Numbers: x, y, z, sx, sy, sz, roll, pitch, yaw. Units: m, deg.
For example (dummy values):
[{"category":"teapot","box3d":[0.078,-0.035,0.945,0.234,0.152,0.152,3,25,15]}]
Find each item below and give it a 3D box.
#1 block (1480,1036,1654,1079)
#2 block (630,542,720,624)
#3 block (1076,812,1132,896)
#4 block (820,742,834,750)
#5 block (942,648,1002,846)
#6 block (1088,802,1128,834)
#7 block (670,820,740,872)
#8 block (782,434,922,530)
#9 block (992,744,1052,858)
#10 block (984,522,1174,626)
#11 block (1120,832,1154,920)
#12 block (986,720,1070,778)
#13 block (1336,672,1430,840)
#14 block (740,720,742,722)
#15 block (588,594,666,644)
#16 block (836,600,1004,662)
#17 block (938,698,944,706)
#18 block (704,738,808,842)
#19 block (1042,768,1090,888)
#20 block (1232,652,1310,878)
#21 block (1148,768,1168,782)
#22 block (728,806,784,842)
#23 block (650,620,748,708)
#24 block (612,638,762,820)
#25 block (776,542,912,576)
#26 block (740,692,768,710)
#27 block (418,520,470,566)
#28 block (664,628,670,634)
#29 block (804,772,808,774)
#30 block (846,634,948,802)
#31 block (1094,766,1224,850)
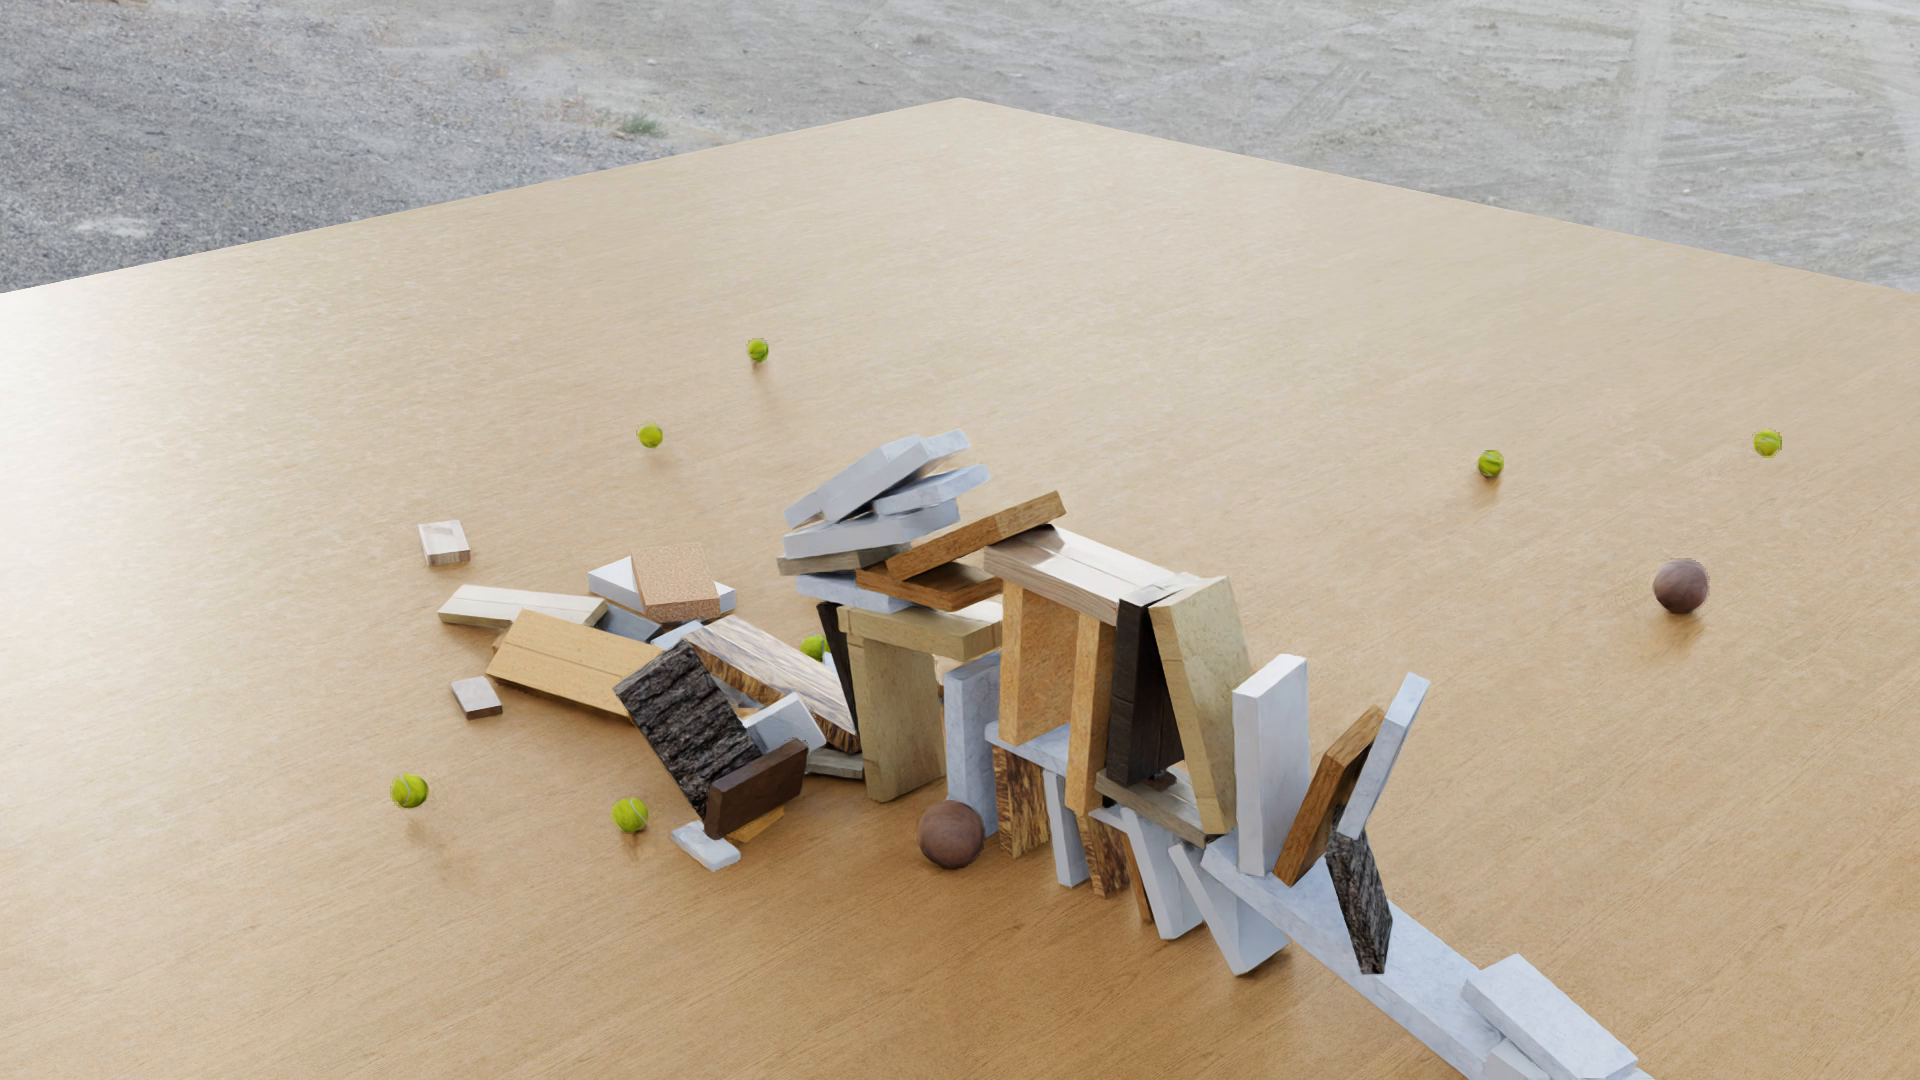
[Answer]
[{"category":"block","box3d":[1.027,0.895,3.484,0.355,0.050,0.177,34,38,32]},{"category":"block","box3d":[-0.692,0.102,5.333,0.173,0.049,0.347,-6,24,-13]},{"category":"block","box3d":[0.275,0.580,4.179,0.085,0.171,0.024,-22,11,-41]},{"category":"block","box3d":[-0.318,0.420,4.696,0.065,0.018,0.130,-22,49,-38]},{"category":"block","box3d":[0.055,0.407,4.343,0.178,0.356,0.050,-21,28,-41]},{"category":"block","box3d":[0.290,0.499,4.122,0.171,0.024,0.085,21,31,40]},{"category":"block","box3d":[-0.498,0.599,4.306,0.068,0.019,0.136,-20,36,-38]},{"category":"block","box3d":[-0.215,-0.118,4.491,0.292,0.041,0.146,-32,-6,33]},{"category":"block","box3d":[0.125,0.493,4.300,0.116,0.232,0.033,-21,25,-41]},{"category":"block","box3d":[0.223,0.061,4.006,0.169,0.048,0.338,-21,32,-40]},{"category":"block","box3d":[0.355,0.611,4.104,0.085,0.171,0.024,-22,11,-41]},{"category":"block","box3d":[0.172,0.387,4.206,0.232,0.033,0.116,21,31,40]},{"category":"block","box3d":[0.677,0.347,3.524,0.037,0.259,0.130,25,40,14]},{"category":"block","box3d":[-0.503,0.407,4.607,0.250,0.125,0.035,3,66,31]},{"category":"block","box3d":[-0.816,0.220,5.088,0.278,0.039,0.139,19,54,42]},{"category":"block","box3d":[-0.057,0.160,4.359,0.356,0.050,0.178,11,24,44]},{"category":"block","box3d":[-0.079,0.334,4.947,0.072,0.021,0.145,-21,31,-40]},{"category":"block","box3d":[-0.404,0.495,4.368,0.035,0.122,0.244,30,35,29]},{"category":"block","box3d":[0.225,0.532,4.206,0.116,0.232,0.033,-21,19,-41]},{"category":"block","box3d":[0.541,0.389,3.800,0.049,0.345,0.172,11,27,35]},{"category":"block","box3d":[0.327,0.412,4.011,0.094,0.013,0.047,12,27,16]},{"category":"block","box3d":[-0.417,0.562,4.412,0.065,0.018,0.131,13,26,29]},{"category":"block","box3d":[-0.550,0.287,4.944,0.278,0.039,0.139,32,36,27]},{"category":"block","box3d":[-0.526,0.382,4.371,0.170,0.340,0.048,-35,25,-12]},{"category":"block","box3d":[-0.239,0.028,4.507,0.138,0.039,0.276,-20,9,-39]},{"category":"block","box3d":[-0.388,0.377,4.766,0.090,0.025,0.180,-18,48,-36]},{"category":"block","box3d":[-1.339,0.006,5.708,0.107,0.030,0.213,-8,24,-18]},{"category":"block","box3d":[-0.664,0.275,5.062,0.278,0.039,0.139,20,30,39]},{"category":"block","box3d":[-0.389,0.485,4.594,0.130,0.018,0.065,-16,28,-33]},{"category":"block","box3d":[-0.127,0.338,4.504,0.178,0.356,0.050,-20,21,-39]},{"category":"block","box3d":[0.384,0.468,3.993,0.254,0.036,0.127,26,34,37]}]
